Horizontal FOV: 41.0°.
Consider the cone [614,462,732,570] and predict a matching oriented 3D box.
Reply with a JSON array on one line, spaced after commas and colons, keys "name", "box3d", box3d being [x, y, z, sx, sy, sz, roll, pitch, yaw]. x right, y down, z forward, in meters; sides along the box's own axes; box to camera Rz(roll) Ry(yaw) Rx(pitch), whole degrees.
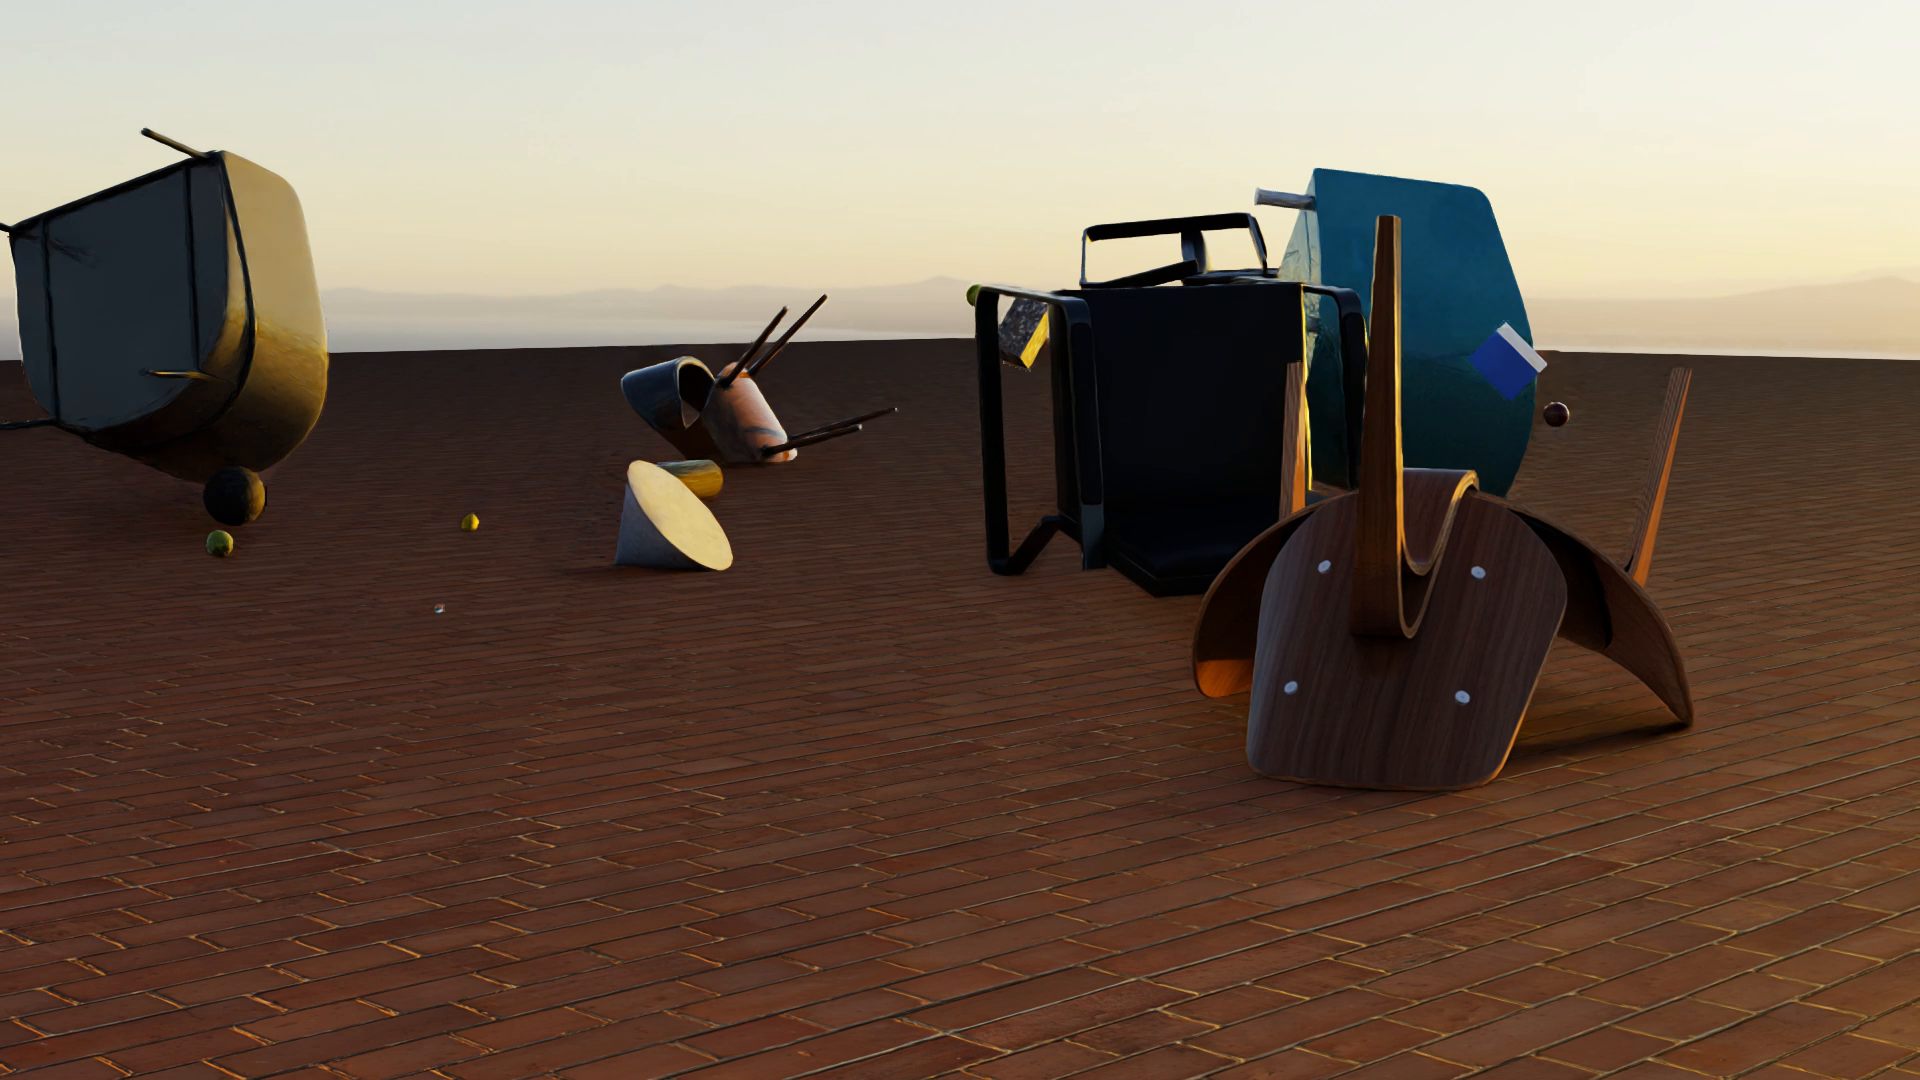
[{"name": "cone", "box3d": [-0.706, 0.002, 5.795, 0.212, 0.331, 0.244, -36, 30, 22]}]

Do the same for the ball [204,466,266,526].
[{"name": "ball", "box3d": [-1.914, -0.116, 6.769, 0.158, 0.158, 0.158, 0, 6, 0]}]

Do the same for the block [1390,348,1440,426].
[{"name": "block", "box3d": [1.290, -0.434, 7.280, 0.093, 0.094, 0.205, -9, 43, 28]}]

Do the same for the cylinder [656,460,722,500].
[{"name": "cylinder", "box3d": [-0.819, -0.170, 7.502, 0.113, 0.116, 0.256, 13, 12, 32]}]

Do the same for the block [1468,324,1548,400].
[{"name": "block", "box3d": [1.314, -0.428, 6.154, 0.143, 0.096, 0.181, 46, 21, 6]}]

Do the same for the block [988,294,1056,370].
[{"name": "block", "box3d": [0.214, -0.707, 8.710, 0.127, 0.209, 0.099, 23, -13, 26]}]
